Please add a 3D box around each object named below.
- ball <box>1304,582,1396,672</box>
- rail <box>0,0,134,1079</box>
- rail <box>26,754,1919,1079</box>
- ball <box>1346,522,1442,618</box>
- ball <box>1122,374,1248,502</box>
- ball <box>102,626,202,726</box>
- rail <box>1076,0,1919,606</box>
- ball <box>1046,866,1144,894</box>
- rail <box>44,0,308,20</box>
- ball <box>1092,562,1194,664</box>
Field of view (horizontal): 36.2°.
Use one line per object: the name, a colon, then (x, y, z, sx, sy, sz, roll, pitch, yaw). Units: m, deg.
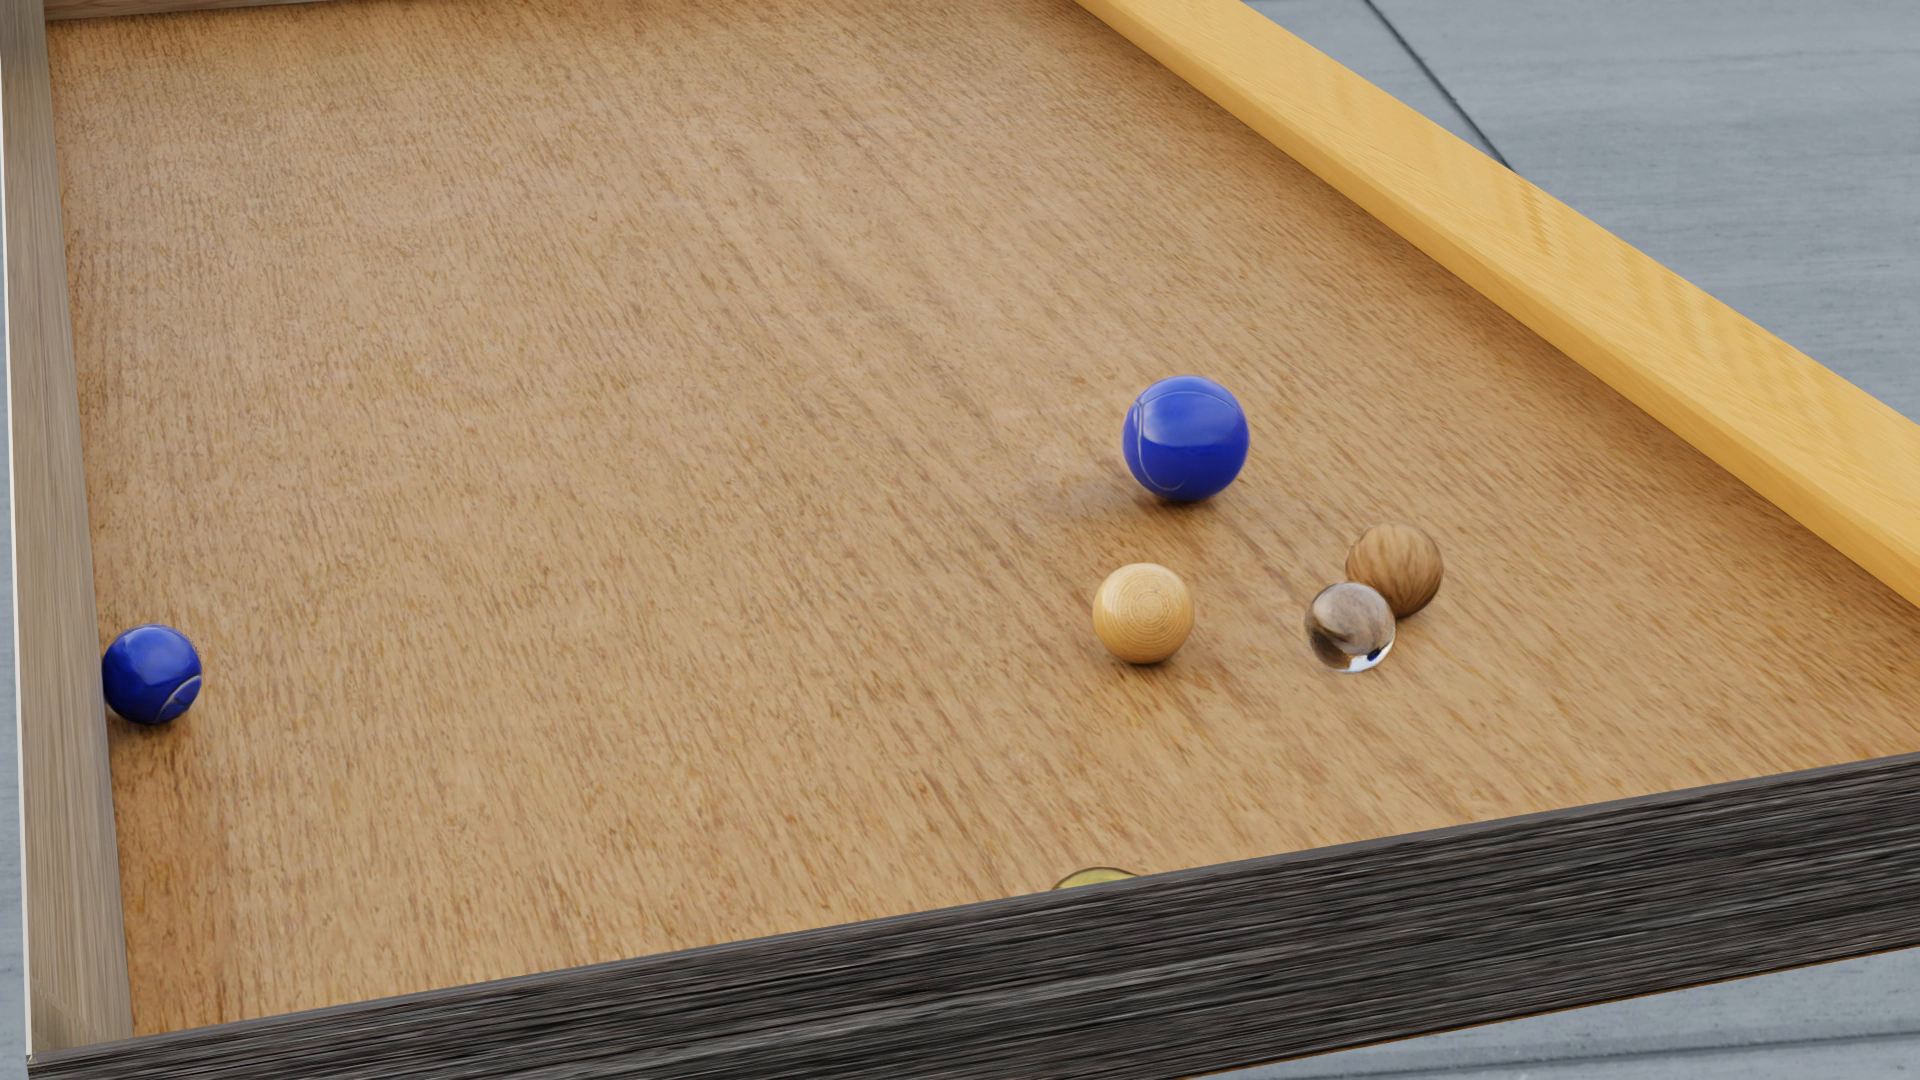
ball: (0.264, 0.059, 1.990, 0.062, 0.062, 0.062, 0, 24, 0)
rail: (-0.774, -0.199, 2.479, 0.045, 0.126, 2.504, -7, 25, -15)
rail: (0.176, 0.211, 1.574, 1.283, 0.126, 0.045, -7, 25, -15)
ball: (0.305, 0.021, 2.068, 0.068, 0.068, 0.068, 0, 24, 0)
ball: (0.172, -0.077, 2.248, 0.097, 0.097, 0.097, 0, 24, 0)
ball: (-0.529, 0.088, 1.921, 0.065, 0.065, 0.065, 0, 24, 0)
rail: (0.408, -0.348, 2.808, 0.045, 0.126, 2.504, -7, 25, -15)
ball: (0.079, 0.220, 1.612, 0.081, 0.081, 0.081, 0, 24, 0)
rail: (-0.542, -0.758, 3.714, 1.283, 0.126, 0.045, -7, 25, -15)
ball: (0.125, 0.050, 2.001, 0.070, 0.070, 0.070, 0, 24, 0)
